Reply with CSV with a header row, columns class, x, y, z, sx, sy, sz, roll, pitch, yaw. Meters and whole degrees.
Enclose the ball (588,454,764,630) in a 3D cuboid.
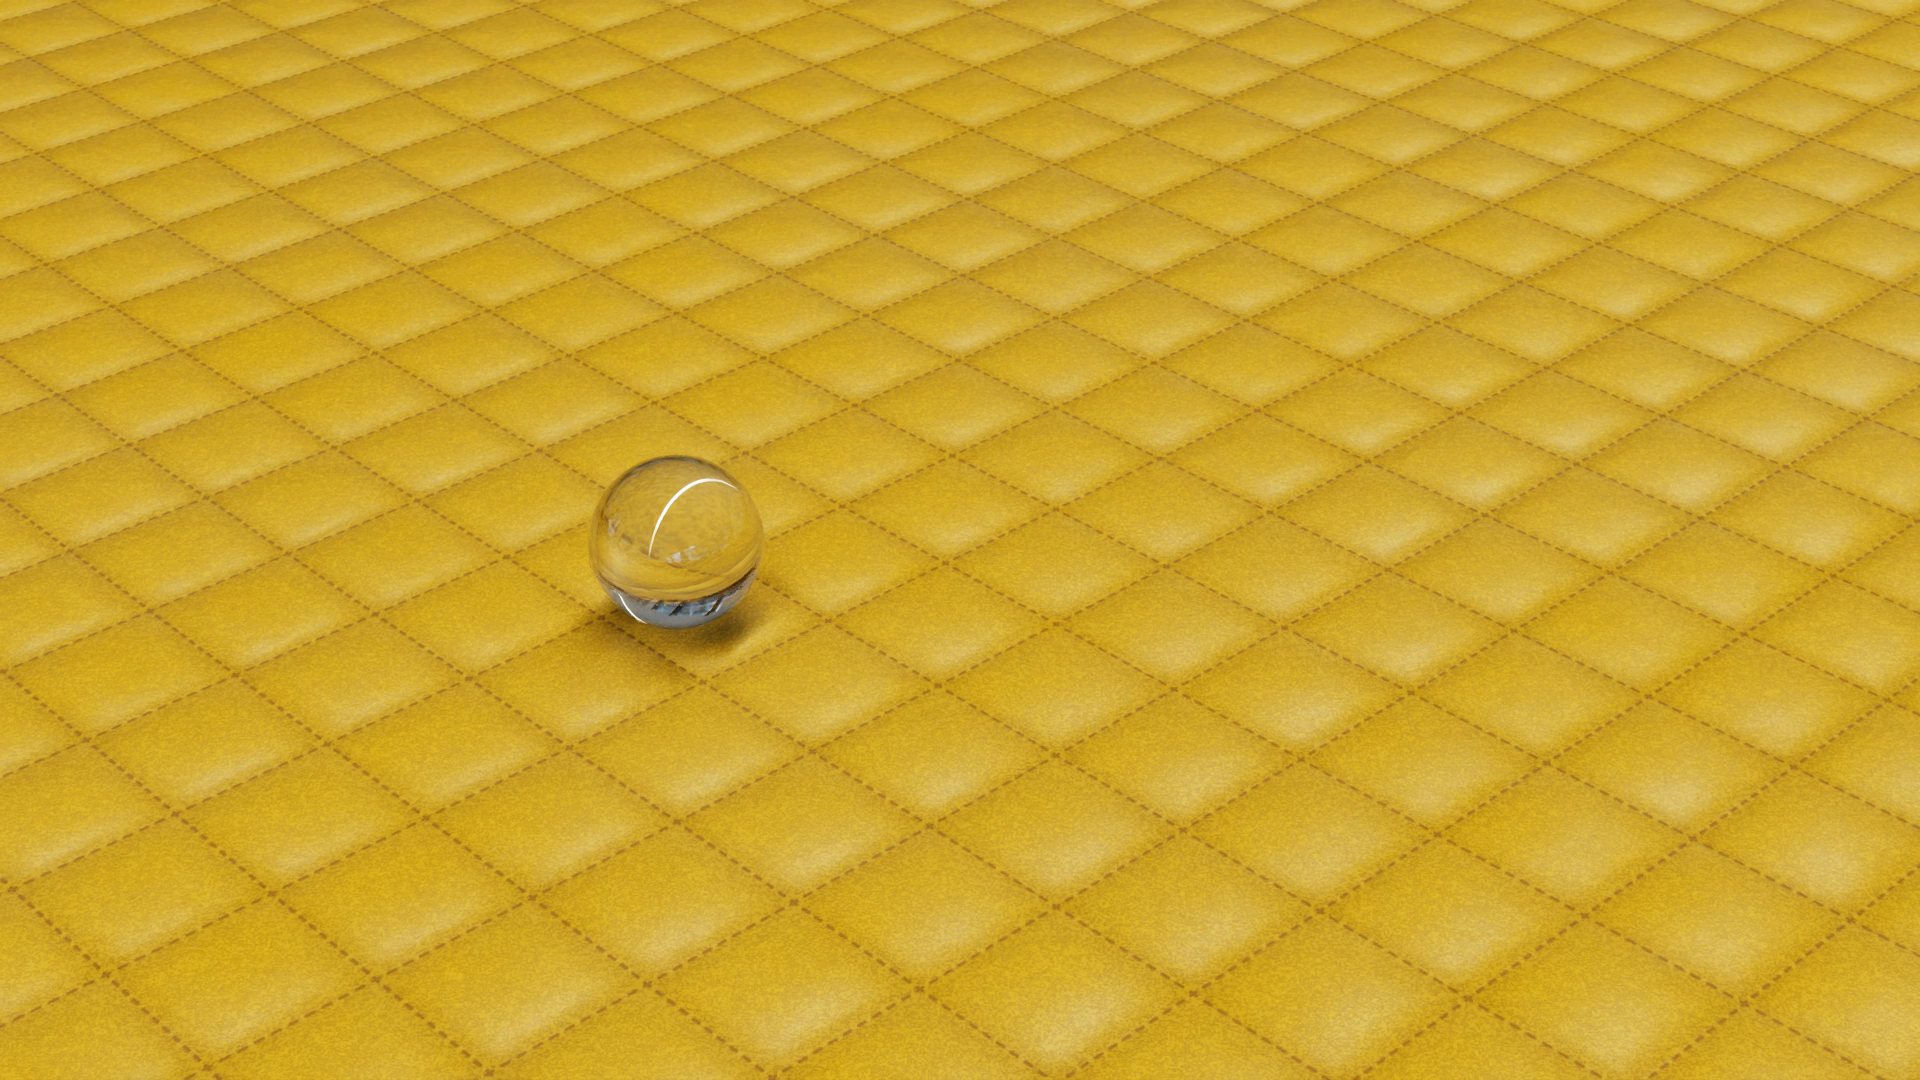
class,x,y,z,sx,sy,sz,roll,pitch,yaw
ball,-0.154,0.001,1.595,0.095,0.095,0.095,0,31,0
